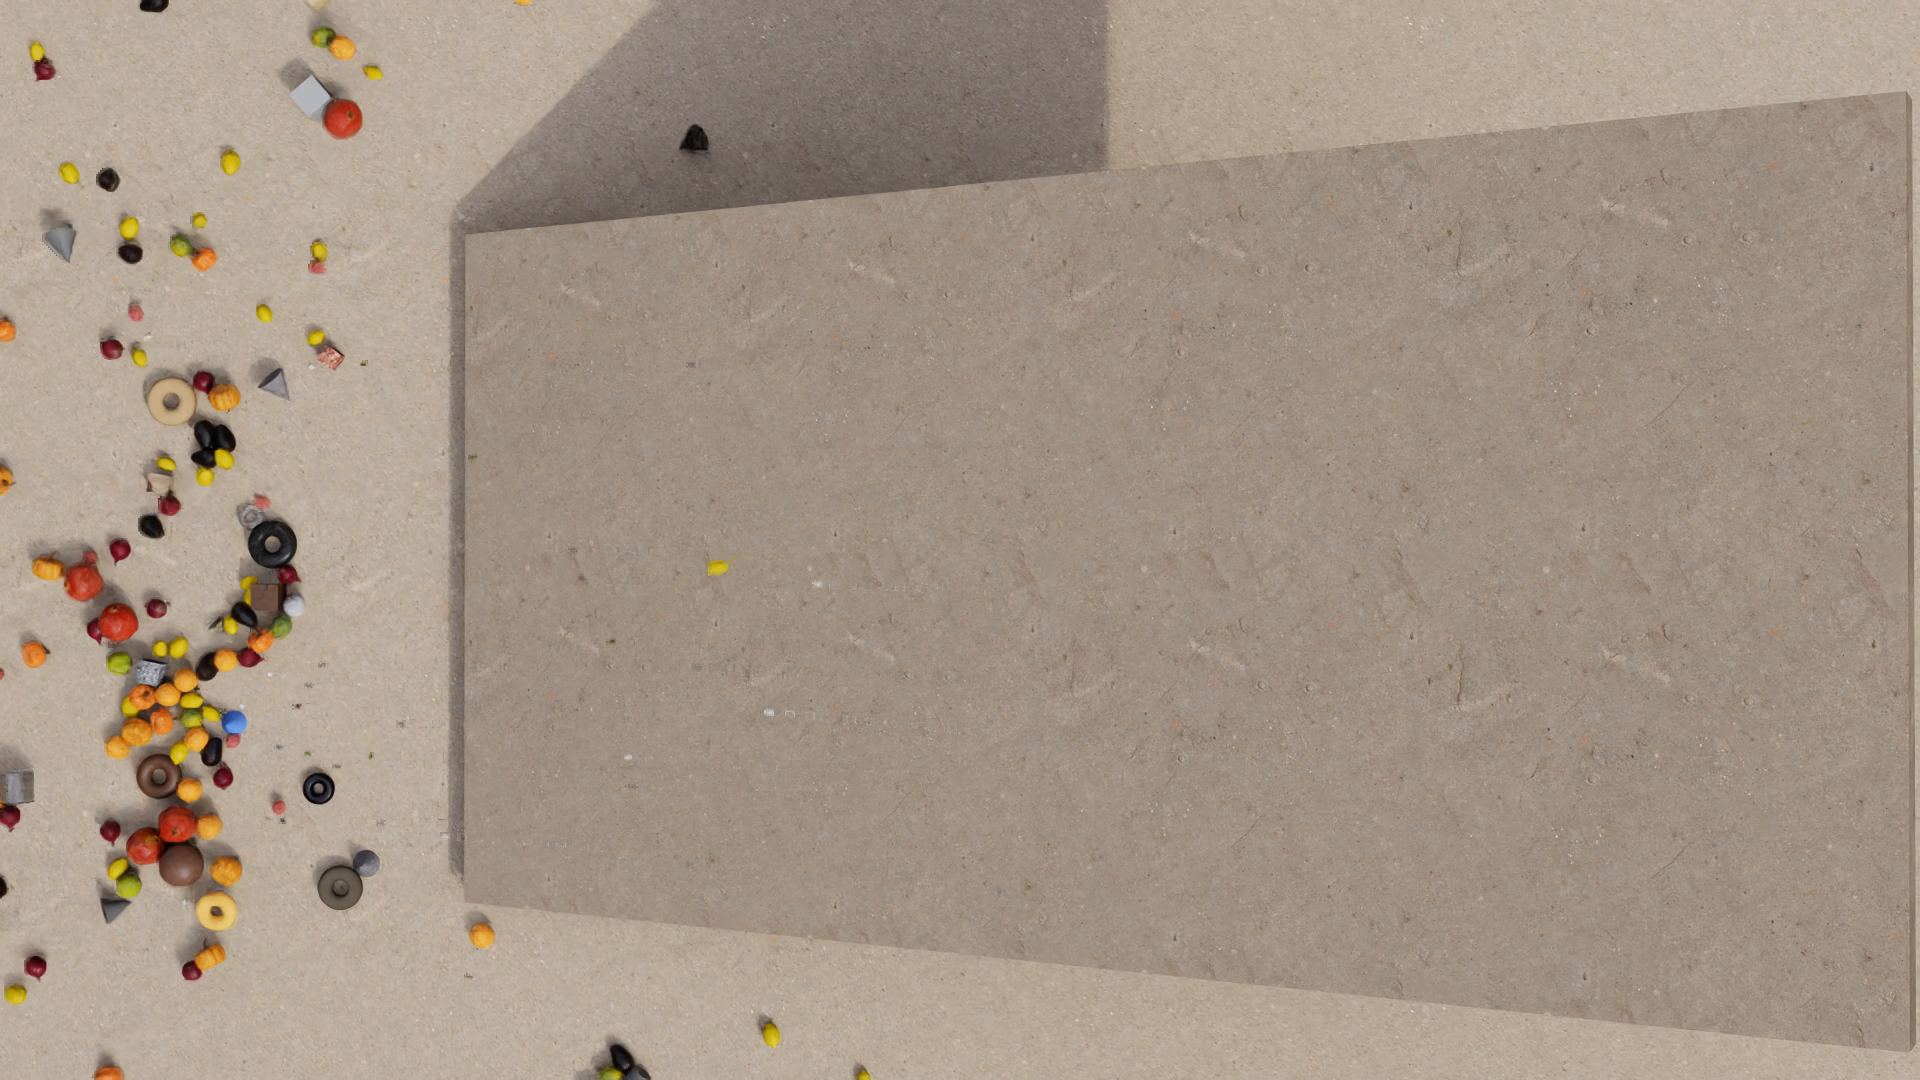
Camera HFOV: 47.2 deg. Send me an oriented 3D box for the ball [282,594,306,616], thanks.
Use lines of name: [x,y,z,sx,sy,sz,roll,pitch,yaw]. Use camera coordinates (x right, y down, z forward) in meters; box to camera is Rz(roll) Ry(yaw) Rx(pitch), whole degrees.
ball: [-2.010,0.196,6.639,0.067,0.067,0.067,0,89,0]

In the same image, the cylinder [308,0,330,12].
cylinder: [-1.937,-1.662,6.644,0.093,0.093,0.093,-42,90,0]

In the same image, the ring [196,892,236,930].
ring: [-2.243,1.120,6.633,0.124,0.041,0.124,1,105,2]

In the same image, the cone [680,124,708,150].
cone: [-0.820,-1.202,6.668,0.083,0.083,0.083,-24,89,26]

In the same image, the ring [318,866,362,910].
ring: [-1.872,1.050,6.643,0.135,0.045,0.135,0,91,0]

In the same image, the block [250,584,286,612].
block: [-2.086,0.173,6.633,0.080,0.080,0.080,1,89,0]

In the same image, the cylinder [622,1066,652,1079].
cylinder: [-0.977,1.631,6.625,0.069,0.069,0.069,43,90,0]

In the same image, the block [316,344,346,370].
block: [-1.903,-0.551,6.654,0.052,0.052,0.052,36,90,0]

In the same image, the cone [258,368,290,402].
cone: [-2.060,-0.455,6.659,0.092,0.092,0.092,-35,116,0]

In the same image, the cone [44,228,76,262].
cone: [-2.700,-0.877,6.633,0.093,0.093,0.093,-21,84,0]

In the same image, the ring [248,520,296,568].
ring: [-2.079,0.013,6.651,0.147,0.049,0.147,0,90,-1]

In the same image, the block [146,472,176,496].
block: [-2.416,-0.169,6.648,0.057,0.057,0.057,10,89,0]

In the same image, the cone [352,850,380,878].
cone: [-1.799,0.981,6.624,0.083,0.083,0.083,0,89,0]

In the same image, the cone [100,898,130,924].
cone: [-2.544,1.107,6.646,0.083,0.083,0.083,-17,89,-27]

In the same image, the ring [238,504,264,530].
ring: [-2.147,-0.068,6.663,0.078,0.026,0.078,0,90,1]

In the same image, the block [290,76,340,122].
block: [-1.950,-1.332,6.643,0.090,0.090,0.090,-41,90,0]

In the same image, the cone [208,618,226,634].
cone: [-2.238,0.269,6.661,0.051,0.051,0.051,-37,116,0]

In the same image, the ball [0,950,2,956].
ball: [-2.931,1.244,6.622,0.081,0.081,0.081,0,89,0]

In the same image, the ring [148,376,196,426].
ring: [-2.385,-0.420,6.655,0.149,0.050,0.149,0,91,0]

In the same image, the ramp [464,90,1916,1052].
ramp: [0.269,0.074,5.623,4.000,0.100,2.000,0,89,30]

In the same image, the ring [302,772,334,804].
ring: [-1.940,0.752,6.652,0.098,0.033,0.098,0,90,-1]

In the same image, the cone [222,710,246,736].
cone: [-2.201,0.555,6.631,0.077,0.077,0.077,0,89,0]

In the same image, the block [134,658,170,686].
block: [-2.439,0.400,6.637,0.067,0.067,0.067,13,89,0]

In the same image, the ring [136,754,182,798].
ring: [-2.420,0.714,6.646,0.137,0.046,0.137,0,90,1]
